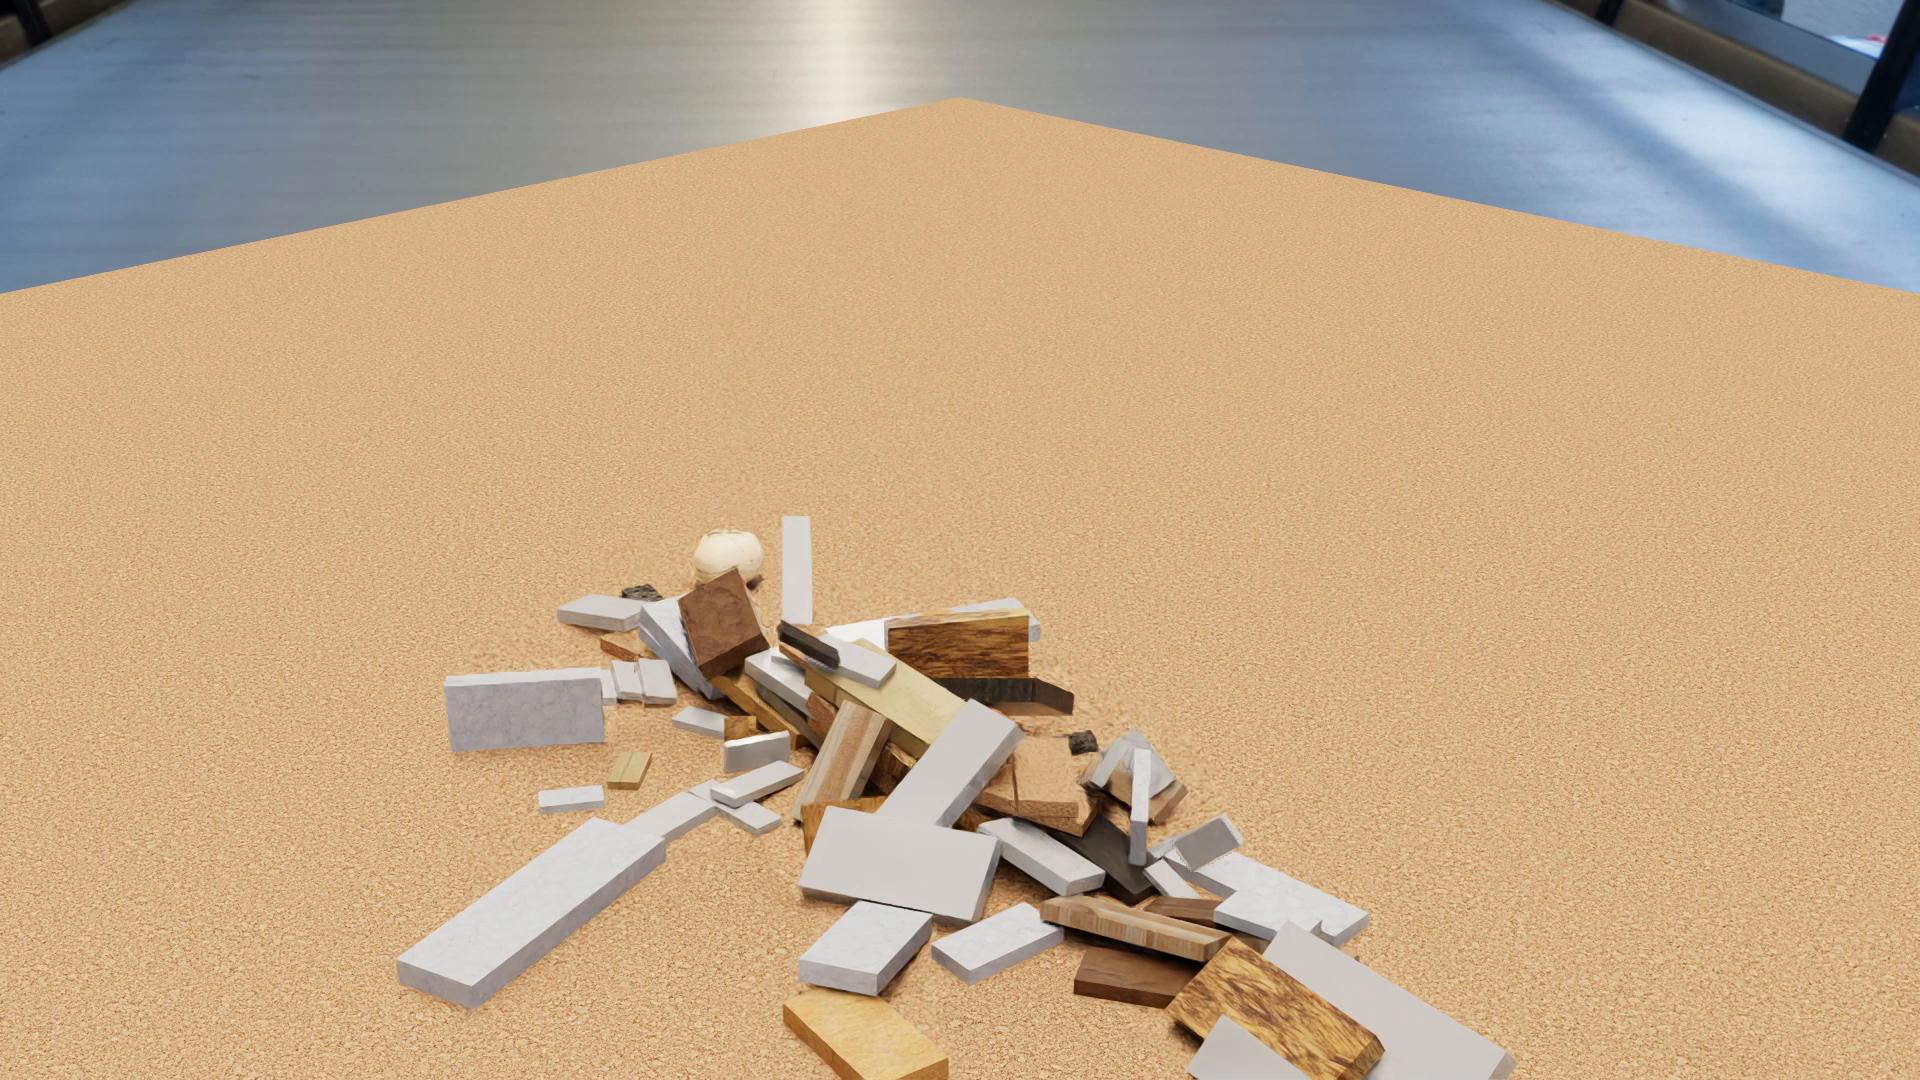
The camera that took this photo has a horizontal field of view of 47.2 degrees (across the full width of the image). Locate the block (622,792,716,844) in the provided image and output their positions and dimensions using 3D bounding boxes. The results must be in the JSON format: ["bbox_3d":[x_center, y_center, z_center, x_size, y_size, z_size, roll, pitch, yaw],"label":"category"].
[{"bbox_3d":[-0.584,0.563,4.401,0.090,0.026,0.181,17,28,34],"label":"block"}]

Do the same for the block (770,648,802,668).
[{"bbox_3d":[-0.342,0.253,4.746,0.120,0.017,0.060,11,28,13],"label":"block"}]

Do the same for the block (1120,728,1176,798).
[{"bbox_3d":[0.368,0.448,4.426,0.066,0.131,0.019,-37,-8,-3],"label":"block"}]

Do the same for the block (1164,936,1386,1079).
[{"bbox_3d":[0.521,0.816,3.666,0.174,0.049,0.348,-44,39,-14],"label":"block"}]

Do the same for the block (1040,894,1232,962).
[{"bbox_3d":[0.317,0.699,3.978,0.336,0.031,0.111,9,6,33],"label":"block"}]

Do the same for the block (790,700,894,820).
[{"bbox_3d":[-0.236,0.458,4.403,0.116,0.257,0.033,19,-11,37],"label":"block"}]

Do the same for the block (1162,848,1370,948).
[{"bbox_3d":[0.573,0.663,4.158,0.402,0.031,0.109,21,31,40],"label":"block"}]

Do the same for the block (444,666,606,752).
[{"bbox_3d":[-0.927,0.362,4.697,0.323,0.162,0.046,-3,27,-7],"label":"block"}]

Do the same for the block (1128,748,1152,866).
[{"bbox_3d":[0.348,0.514,4.243,0.031,0.109,0.219,3,33,5],"label":"block"}]

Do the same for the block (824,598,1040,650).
[{"bbox_3d":[-0.064,0.223,5.176,0.482,0.046,0.162,-9,24,-20],"label":"block"}]

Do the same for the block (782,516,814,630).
[{"bbox_3d":[-0.411,0.078,5.551,0.072,0.020,0.672,-2,23,-4],"label":"block"}]

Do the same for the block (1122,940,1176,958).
[{"bbox_3d":[0.350,0.733,4.014,0.104,0.015,0.052,20,30,38],"label":"block"}]

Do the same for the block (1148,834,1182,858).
[{"bbox_3d":[0.395,0.602,4.291,0.103,0.015,0.052,-22,1,-40],"label":"block"}]

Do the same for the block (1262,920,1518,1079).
[{"bbox_3d":[0.677,0.815,3.647,0.481,0.049,0.174,27,76,47],"label":"block"}]

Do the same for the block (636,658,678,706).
[{"bbox_3d":[-0.681,0.317,4.930,0.069,0.020,0.139,6,32,-22],"label":"block"}]

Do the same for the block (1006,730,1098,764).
[{"bbox_3d":[0.179,0.427,4.493,0.194,0.027,0.097,-10,5,-4],"label":"block"}]

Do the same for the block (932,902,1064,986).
[{"bbox_3d":[0.069,0.732,3.996,0.221,0.031,0.111,-17,29,-35],"label":"block"}]

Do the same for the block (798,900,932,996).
[{"bbox_3d":[-0.166,0.726,3.928,0.146,0.041,0.292,8,14,17],"label":"block"}]

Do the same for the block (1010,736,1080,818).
[{"bbox_3d":[0.162,0.460,4.295,0.116,0.033,0.232,4,27,-5],"label":"block"}]

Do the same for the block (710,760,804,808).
[{"bbox_3d":[-0.416,0.501,4.523,0.070,0.020,0.207,18,22,35],"label":"block"}]

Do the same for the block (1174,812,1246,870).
[{"bbox_3d":[0.470,0.570,4.156,0.131,0.066,0.019,-36,-2,40],"label":"block"}]

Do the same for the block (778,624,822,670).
[{"bbox_3d":[-0.296,0.248,4.682,0.172,0.024,0.086,32,49,31],"label":"block"}]

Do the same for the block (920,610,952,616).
[{"bbox_3d":[-0.044,0.203,5.139,0.072,0.020,0.144,-4,23,-9],"label":"block"}]

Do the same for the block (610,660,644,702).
[{"bbox_3d":[-0.744,0.317,4.951,0.069,0.020,0.139,9,24,-22],"label":"block"}]

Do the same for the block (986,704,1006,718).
[{"bbox_3d":[0.088,0.415,4.606,0.019,0.135,0.067,-23,27,-16],"label":"block"}]

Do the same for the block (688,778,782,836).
[{"bbox_3d":[-0.457,0.542,4.459,0.065,0.018,0.220,-21,31,-40],"label":"block"}]

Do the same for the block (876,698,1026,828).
[{"bbox_3d":[-0.043,0.486,4.282,0.375,0.041,0.146,-50,40,-13],"label":"block"}]

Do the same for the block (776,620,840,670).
[{"bbox_3d":[-0.307,0.213,4.467,0.135,0.019,0.068,29,13,-17],"label":"block"}]

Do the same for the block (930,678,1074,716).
[{"bbox_3d":[0.050,0.336,4.699,0.346,0.049,0.173,-2,-15,30],"label":"block"}]

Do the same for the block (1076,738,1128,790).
[{"bbox_3d":[0.278,0.453,4.367,0.027,0.097,0.323,33,-10,3],"label":"block"}]

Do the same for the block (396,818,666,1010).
[{"bbox_3d":[-0.785,0.683,4.089,0.173,0.049,0.567,12,26,26],"label":"block"}]

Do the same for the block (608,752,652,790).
[{"bbox_3d":[-0.691,0.483,4.600,0.065,0.018,0.130,2,23,5],"label":"block"}]

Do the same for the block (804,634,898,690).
[{"bbox_3d":[-0.226,0.251,4.541,0.172,0.024,0.086,20,32,16],"label":"block"}]

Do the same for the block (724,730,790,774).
[{"bbox_3d":[-0.427,0.445,4.618,0.139,0.070,0.020,-9,35,-20],"label":"block"}]
